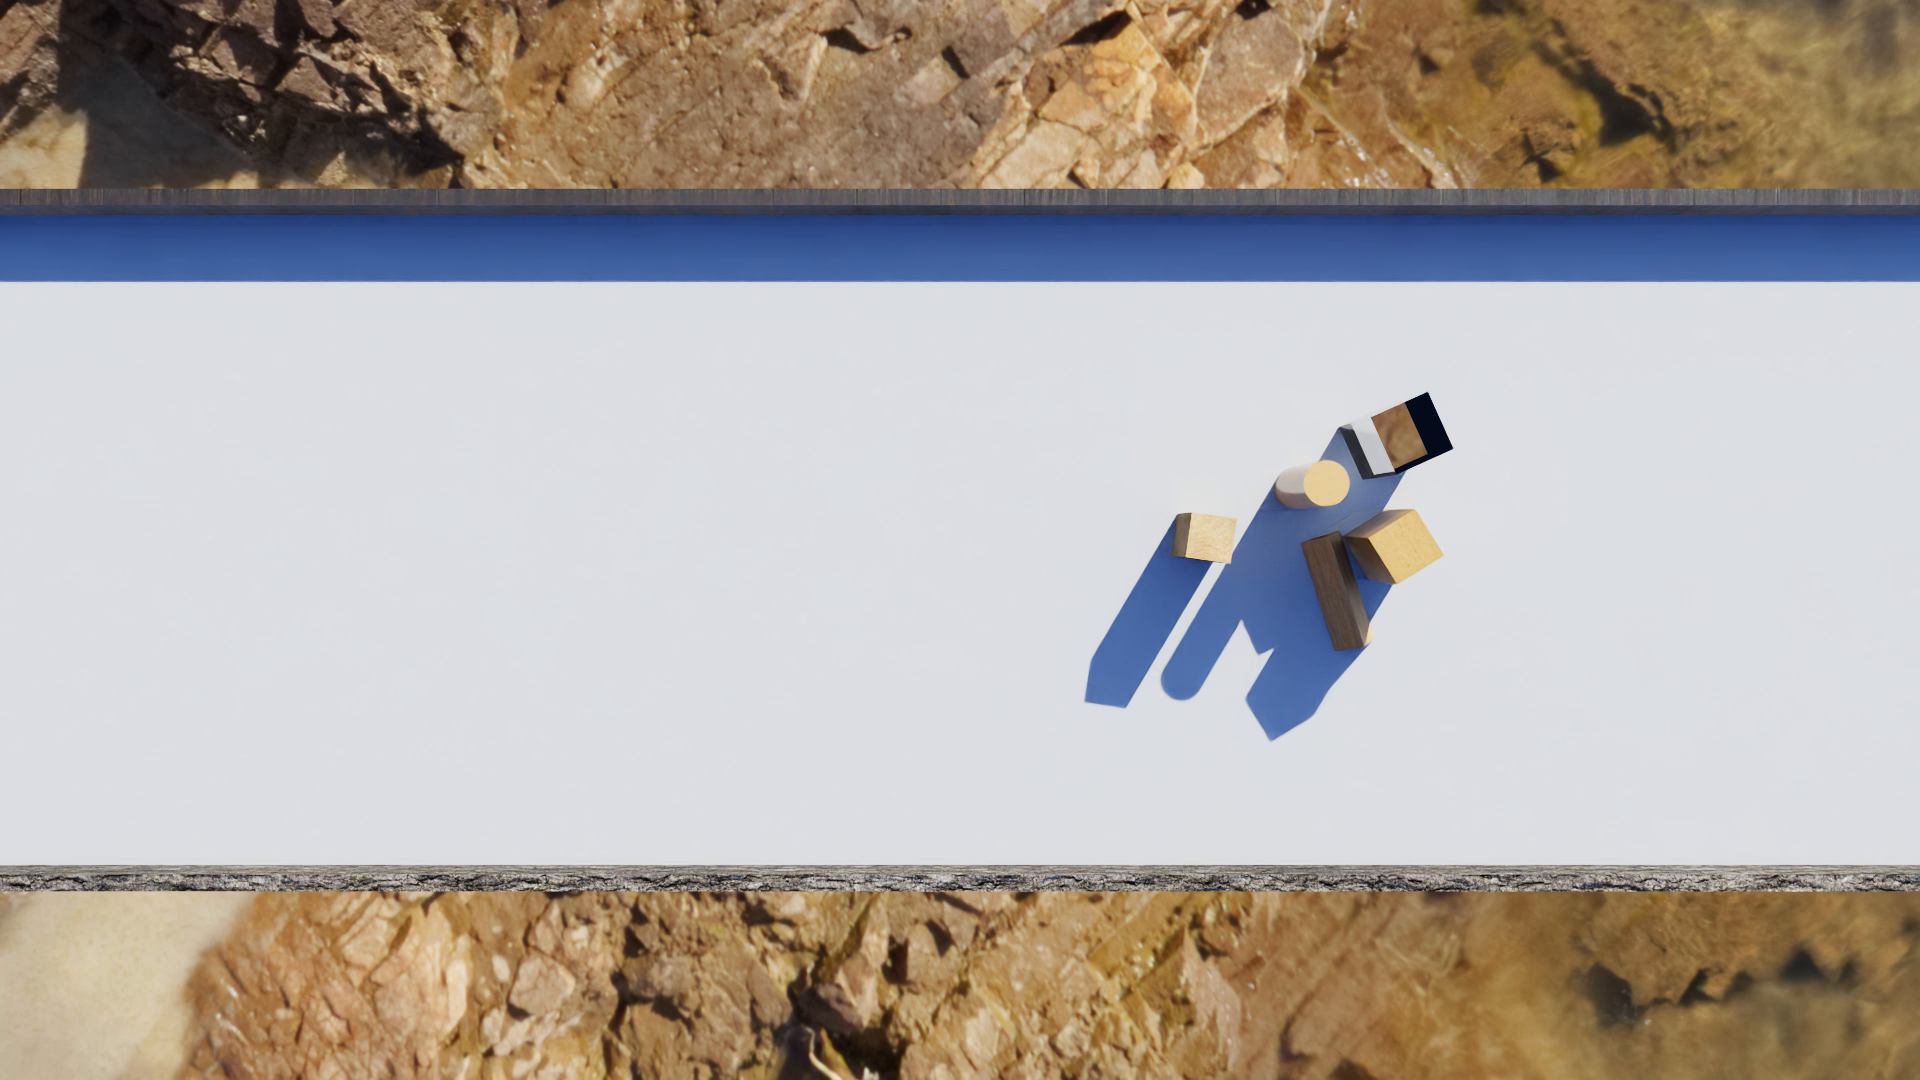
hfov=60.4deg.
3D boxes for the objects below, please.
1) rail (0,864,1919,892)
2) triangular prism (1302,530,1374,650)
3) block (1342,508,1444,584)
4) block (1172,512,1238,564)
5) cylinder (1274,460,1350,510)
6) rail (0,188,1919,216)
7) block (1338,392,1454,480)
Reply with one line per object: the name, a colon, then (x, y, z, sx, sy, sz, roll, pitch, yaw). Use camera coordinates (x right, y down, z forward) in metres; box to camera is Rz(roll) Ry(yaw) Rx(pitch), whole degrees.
rail: (-2.247, 1.025, 5.001, 12.000, 0.150, 0.050, 0, 90, 0)
triangular prism: (1.161, 0.155, 5.020, 0.124, 0.107, 0.349, -18, 90, 0)
block: (1.280, 0.017, 4.895, 0.157, 0.359, 0.157, -32, 90, 2)
block: (0.724, -0.006, 4.913, 0.131, 0.326, 0.131, 8, 90, 0)
cylinder: (1.033, -0.160, 4.863, 0.130, 0.428, 0.130, 0, 90, 0)
rail: (-2.247, -1.025, 5.002, 12.000, 0.150, 0.050, 0, 90, 0)
block: (1.284, -0.303, 4.880, 0.179, 0.393, 0.179, -24, 90, 0)
